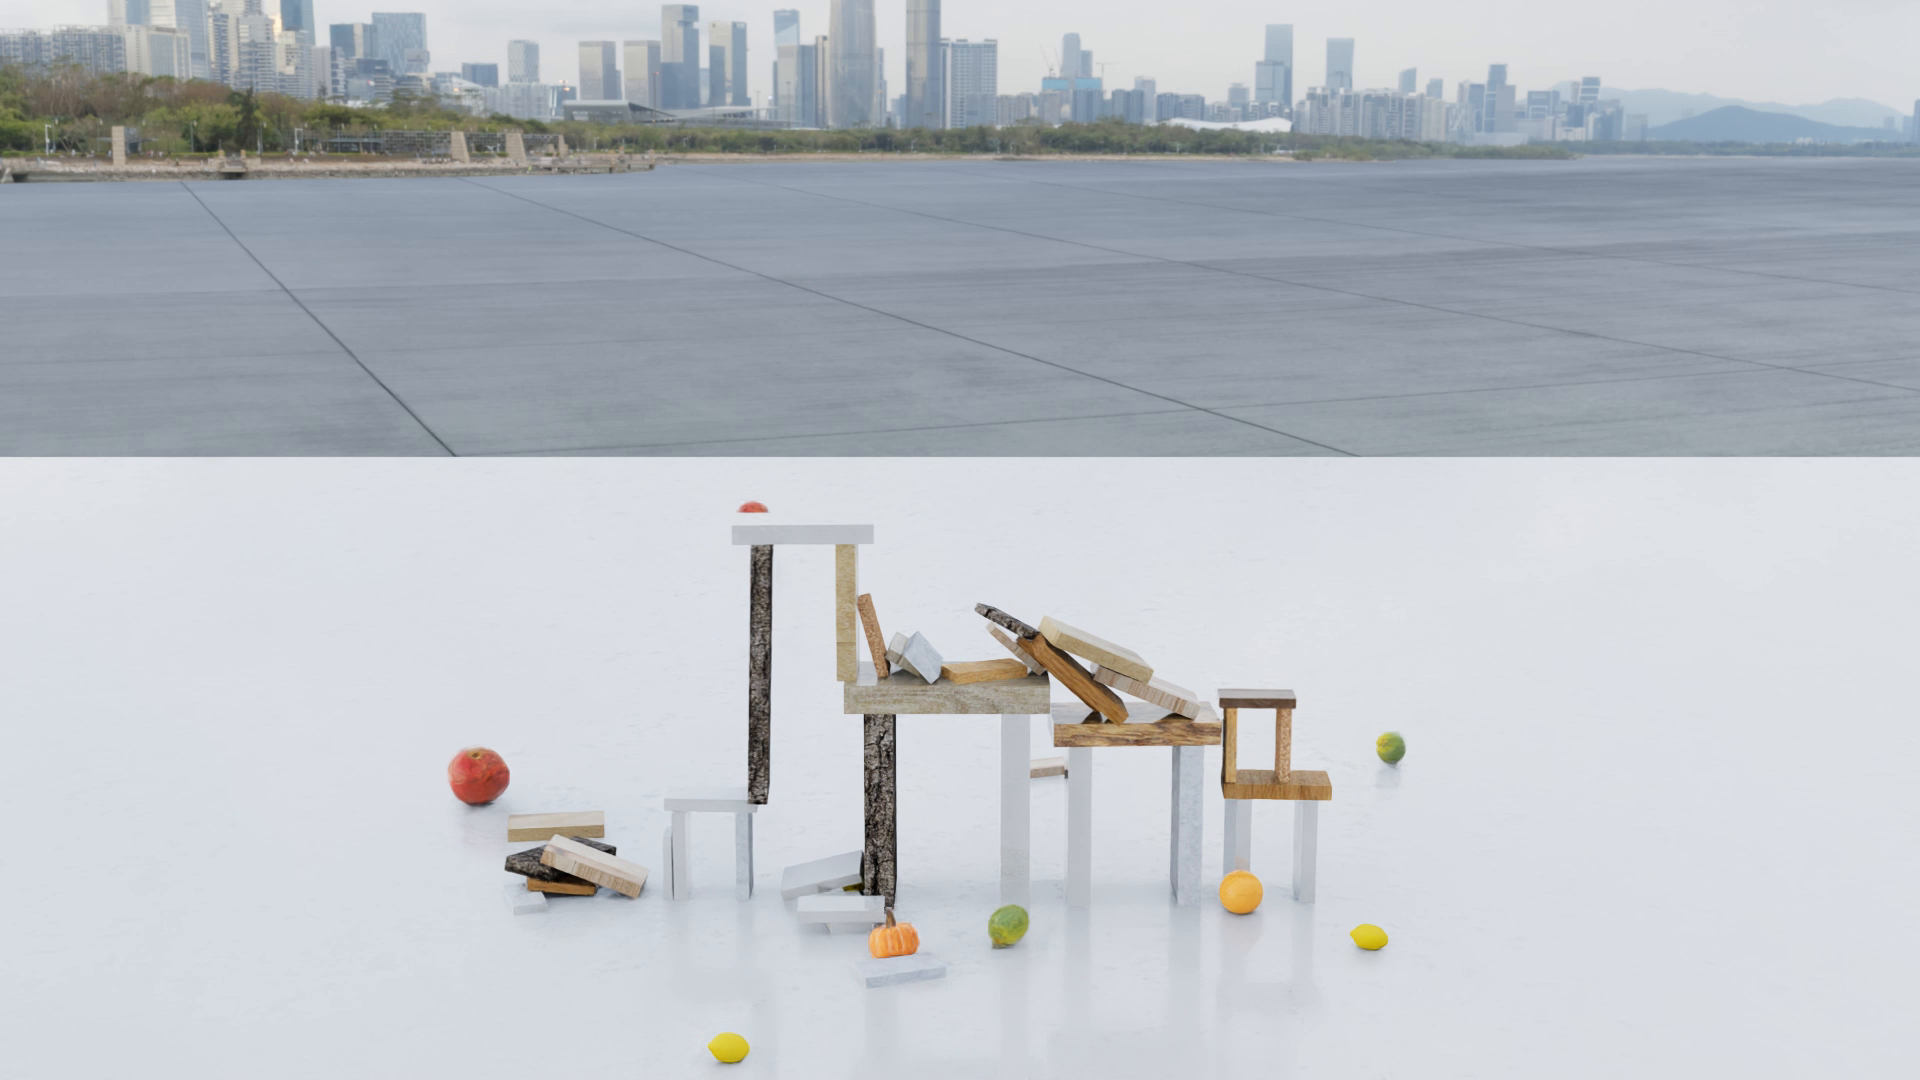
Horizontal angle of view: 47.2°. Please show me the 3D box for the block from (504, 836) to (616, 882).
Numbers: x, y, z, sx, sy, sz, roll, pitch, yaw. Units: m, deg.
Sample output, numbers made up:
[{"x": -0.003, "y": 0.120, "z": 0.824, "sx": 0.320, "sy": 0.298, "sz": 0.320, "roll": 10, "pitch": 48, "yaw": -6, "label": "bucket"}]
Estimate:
[{"x": -0.679, "y": 0.543, "z": 3.749, "sx": 0.086, "sy": 0.024, "sz": 0.220, "roll": 10, "pitch": 5, "yaw": 20, "label": "block"}]

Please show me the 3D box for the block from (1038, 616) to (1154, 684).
[{"x": 0.221, "y": 0.178, "z": 3.574, "sx": 0.179, "sy": 0.025, "sz": 0.090, "roll": 23, "pitch": 9, "yaw": -20, "label": "block"}]

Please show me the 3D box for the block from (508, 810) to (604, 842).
[{"x": -0.731, "y": 0.519, "z": 3.986, "sx": 0.171, "sy": 0.024, "sz": 0.086, "roll": -2, "pitch": 11, "yaw": -9, "label": "block"}]

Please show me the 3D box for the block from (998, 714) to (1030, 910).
[{"x": 0.090, "y": 0.427, "z": 3.640, "sx": 0.047, "sy": 0.331, "sz": 0.166, "roll": 0, "pitch": 11, "yaw": 0, "label": "block"}]

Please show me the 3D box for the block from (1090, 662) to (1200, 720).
[{"x": 0.303, "y": 0.240, "z": 3.606, "sx": 0.179, "sy": 0.025, "sz": 0.090, "roll": 22, "pitch": 10, "yaw": -4, "label": "block"}]

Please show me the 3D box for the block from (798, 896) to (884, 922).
[{"x": -0.189, "y": 0.589, "z": 3.511, "sx": 0.138, "sy": 0.020, "sz": 0.069, "roll": 0, "pitch": 11, "yaw": -1, "label": "block"}]

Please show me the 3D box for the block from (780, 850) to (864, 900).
[{"x": -0.227, "y": 0.556, "z": 3.651, "sx": 0.138, "sy": 0.020, "sz": 0.069, "roll": -14, "pitch": 24, "yaw": 9, "label": "block"}]

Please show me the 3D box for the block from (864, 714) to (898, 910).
[{"x": -0.131, "y": 0.427, "z": 3.640, "sx": 0.047, "sy": 0.331, "sz": 0.166, "roll": 0, "pitch": 11, "yaw": 0, "label": "block"}]

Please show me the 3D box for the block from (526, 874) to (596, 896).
[{"x": -0.666, "y": 0.573, "z": 3.667, "sx": 0.110, "sy": 0.016, "sz": 0.055, "roll": 7, "pitch": 7, "yaw": -14, "label": "block"}]

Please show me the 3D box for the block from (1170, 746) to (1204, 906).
[{"x": 0.376, "y": 0.455, "z": 3.649, "sx": 0.039, "sy": 0.272, "sz": 0.136, "roll": 0, "pitch": 11, "yaw": 0, "label": "block"}]

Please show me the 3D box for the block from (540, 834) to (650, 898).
[{"x": -0.609, "y": 0.545, "z": 3.678, "sx": 0.171, "sy": 0.024, "sz": 0.086, "roll": 21, "pitch": 9, "yaw": -2, "label": "block"}]

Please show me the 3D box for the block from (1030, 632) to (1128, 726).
[{"x": 0.193, "y": 0.224, "z": 3.556, "sx": 0.179, "sy": 0.025, "sz": 0.090, "roll": 40, "pitch": 8, "yaw": -11, "label": "block"}]

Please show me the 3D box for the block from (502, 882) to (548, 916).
[{"x": -0.717, "y": 0.591, "z": 3.623, "sx": 0.055, "sy": 0.016, "sz": 0.110, "roll": -4, "pitch": 11, "yaw": -20, "label": "block"}]

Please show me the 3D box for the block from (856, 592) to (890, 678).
[{"x": -0.140, "y": 0.155, "z": 3.589, "sx": 0.018, "sy": 0.128, "sz": 0.064, "roll": -15, "pitch": 10, "yaw": 5, "label": "block"}]

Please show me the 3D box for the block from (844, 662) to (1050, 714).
[{"x": -0.021, "y": 0.241, "z": 3.605, "sx": 0.331, "sy": 0.047, "sz": 0.166, "roll": 0, "pitch": 11, "yaw": 0, "label": "block"}]

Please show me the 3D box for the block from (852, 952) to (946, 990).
[{"x": -0.092, "y": 0.648, "z": 3.309, "sx": 0.128, "sy": 0.018, "sz": 0.064, "roll": -4, "pitch": 11, "yaw": -21, "label": "block"}]

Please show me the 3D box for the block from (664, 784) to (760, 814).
[{"x": -0.409, "y": 0.428, "z": 3.636, "sx": 0.153, "sy": 0.022, "sz": 0.077, "roll": 1, "pitch": 11, "yaw": -1, "label": "block"}]

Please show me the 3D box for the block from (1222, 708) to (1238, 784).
[{"x": 0.445, "y": 0.331, "z": 3.623, "sx": 0.018, "sy": 0.125, "sz": 0.063, "roll": 0, "pitch": 11, "yaw": 2, "label": "block"}]

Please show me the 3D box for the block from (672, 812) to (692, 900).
[{"x": -0.462, "y": 0.514, "z": 3.660, "sx": 0.022, "sy": 0.153, "sz": 0.076, "roll": 0, "pitch": 11, "yaw": 0, "label": "block"}]

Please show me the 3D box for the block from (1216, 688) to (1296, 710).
[{"x": 0.487, "y": 0.260, "z": 3.612, "sx": 0.125, "sy": 0.018, "sz": 0.063, "roll": 1, "pitch": 11, "yaw": 3, "label": "block"}]

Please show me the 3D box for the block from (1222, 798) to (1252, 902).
[{"x": 0.460, "y": 0.504, "z": 3.654, "sx": 0.025, "sy": 0.176, "sz": 0.088, "roll": -1, "pitch": 11, "yaw": -6, "label": "block"}]

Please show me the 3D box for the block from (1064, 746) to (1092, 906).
[{"x": 0.195, "y": 0.455, "z": 3.649, "sx": 0.039, "sy": 0.272, "sz": 0.136, "roll": 0, "pitch": 11, "yaw": 0, "label": "block"}]

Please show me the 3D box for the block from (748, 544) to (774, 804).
[{"x": -0.326, "y": 0.209, "z": 3.591, "sx": 0.032, "sy": 0.429, "sz": 0.113, "roll": 1, "pitch": 11, "yaw": -3, "label": "block"}]

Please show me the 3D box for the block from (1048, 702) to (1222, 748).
[{"x": 0.285, "y": 0.303, "z": 3.622, "sx": 0.272, "sy": 0.039, "sz": 0.136, "roll": 0, "pitch": 11, "yaw": -2, "label": "block"}]

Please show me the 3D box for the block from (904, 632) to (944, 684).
[{"x": -0.058, "y": 0.190, "z": 3.583, "sx": 0.018, "sy": 0.063, "sz": 0.126, "roll": -42, "pitch": 6, "yaw": 10, "label": "block"}]

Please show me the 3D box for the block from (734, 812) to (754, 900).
[{"x": -0.359, "y": 0.514, "z": 3.659, "sx": 0.022, "sy": 0.153, "sz": 0.076, "roll": 0, "pitch": 11, "yaw": 0, "label": "block"}]

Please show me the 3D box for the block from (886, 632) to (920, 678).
[{"x": -0.087, "y": 0.188, "z": 3.635, "sx": 0.064, "sy": 0.018, "sz": 0.128, "roll": 29, "pitch": 11, "yaw": -2, "label": "block"}]

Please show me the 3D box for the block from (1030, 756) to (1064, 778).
[{"x": 0.159, "y": 0.452, "z": 4.362, "sx": 0.126, "sy": 0.018, "sz": 0.063, "roll": -4, "pitch": 11, "yaw": -22, "label": "block"}]

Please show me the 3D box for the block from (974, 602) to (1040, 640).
[{"x": 0.080, "y": 0.135, "z": 3.610, "sx": 0.109, "sy": 0.015, "sz": 0.054, "roll": 28, "pitch": 6, "yaw": 34, "label": "block"}]

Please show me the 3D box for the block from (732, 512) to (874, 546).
[{"x": -0.252, "y": -0.019, "z": 3.551, "sx": 0.226, "sy": 0.032, "sz": 0.113, "roll": 0, "pitch": 11, "yaw": -2, "label": "block"}]

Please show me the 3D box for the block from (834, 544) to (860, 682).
[{"x": -0.183, "y": 0.107, "z": 3.581, "sx": 0.032, "sy": 0.226, "sz": 0.113, "roll": 0, "pitch": 11, "yaw": 0, "label": "block"}]

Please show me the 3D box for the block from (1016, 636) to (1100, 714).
[{"x": 0.164, "y": 0.218, "z": 3.608, "sx": 0.177, "sy": 0.015, "sz": 0.054, "roll": 41, "pitch": 4, "yaw": -3, "label": "block"}]

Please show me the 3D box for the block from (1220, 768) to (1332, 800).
[{"x": 0.522, "y": 0.405, "z": 3.638, "sx": 0.176, "sy": 0.025, "sz": 0.088, "roll": 1, "pitch": 11, "yaw": 3, "label": "block"}]

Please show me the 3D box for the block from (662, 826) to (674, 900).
[{"x": -0.482, "y": 0.537, "z": 3.654, "sx": 0.016, "sy": 0.110, "sz": 0.055, "roll": 1, "pitch": 11, "yaw": 0, "label": "block"}]

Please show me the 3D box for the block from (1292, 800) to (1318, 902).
[{"x": 0.573, "y": 0.504, "z": 3.652, "sx": 0.025, "sy": 0.175, "sz": 0.088, "roll": 0, "pitch": 11, "yaw": 0, "label": "block"}]

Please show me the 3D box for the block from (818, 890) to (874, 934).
[{"x": -0.186, "y": 0.601, "z": 3.557, "sx": 0.069, "sy": 0.020, "sz": 0.138, "roll": -2, "pitch": 11, "yaw": -13, "label": "block"}]

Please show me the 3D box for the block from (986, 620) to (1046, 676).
[{"x": 0.090, "y": 0.176, "z": 3.595, "sx": 0.109, "sy": 0.015, "sz": 0.054, "roll": 41, "pitch": 3, "yaw": -11, "label": "block"}]

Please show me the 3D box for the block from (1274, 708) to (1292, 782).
[{"x": 0.533, "y": 0.331, "z": 3.625, "sx": 0.018, "sy": 0.125, "sz": 0.063, "roll": 0, "pitch": 11, "yaw": 1, "label": "block"}]

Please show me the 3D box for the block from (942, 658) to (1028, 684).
[{"x": 0.040, "y": 0.213, "z": 3.579, "sx": 0.126, "sy": 0.018, "sz": 0.063, "roll": -5, "pitch": 11, "yaw": -23, "label": "block"}]
